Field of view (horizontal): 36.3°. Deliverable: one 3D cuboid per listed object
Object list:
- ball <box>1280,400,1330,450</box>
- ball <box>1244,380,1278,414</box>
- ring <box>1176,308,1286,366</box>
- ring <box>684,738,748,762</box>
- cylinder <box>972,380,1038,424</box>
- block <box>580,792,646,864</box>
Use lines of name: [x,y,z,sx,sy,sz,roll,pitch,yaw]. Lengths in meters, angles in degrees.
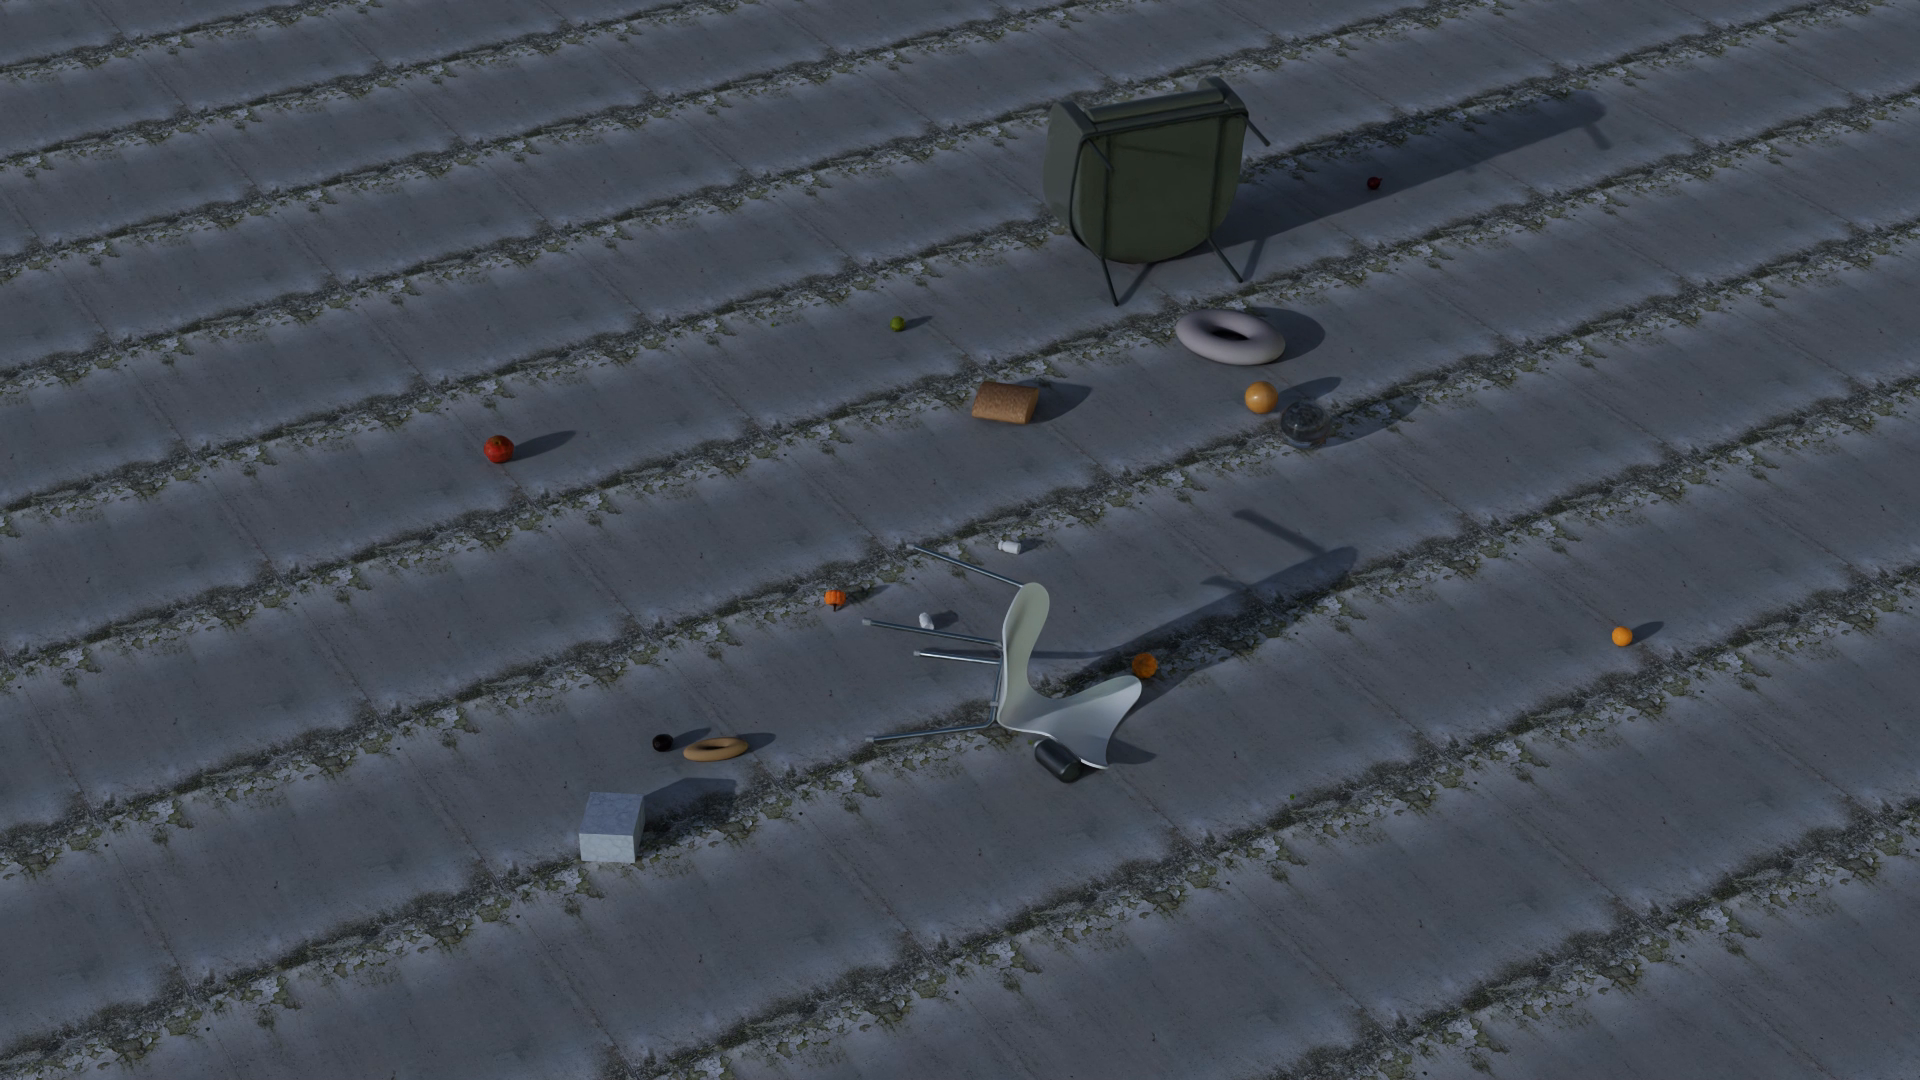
ball: [1.348,-0.451,11.453,0.193,0.193,0.193,0,33,0]
ball: [1.201,-0.568,11.686,0.133,0.133,0.133,0,33,0]
ring: [1.118,-0.842,12.140,0.490,0.092,0.354,22,40,30]
ring: [-0.819,0.703,9.838,0.221,0.045,0.089,-7,36,-10]
cylinder: [0.181,-0.549,11.691,0.217,0.094,0.235,8,37,12]
block: [-1.118,0.925,9.439,0.173,0.112,0.213,2,33,3]
